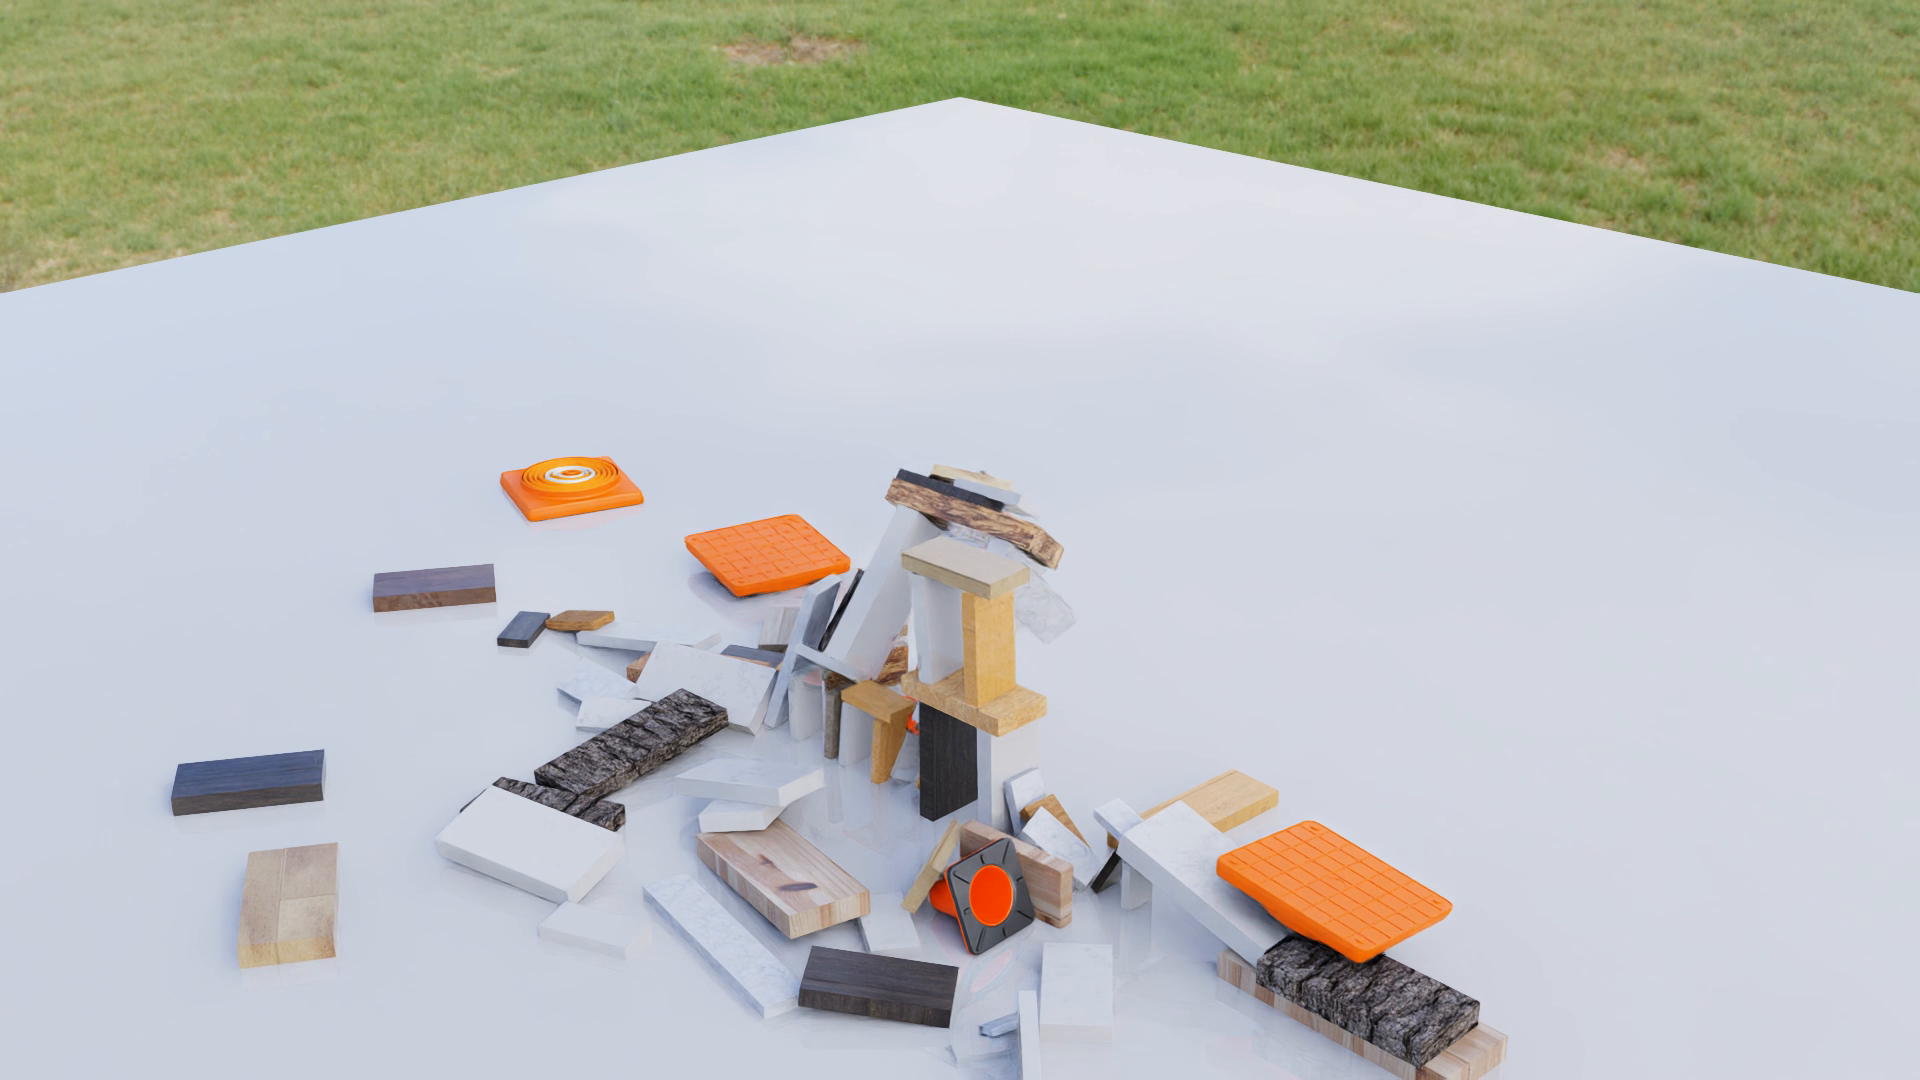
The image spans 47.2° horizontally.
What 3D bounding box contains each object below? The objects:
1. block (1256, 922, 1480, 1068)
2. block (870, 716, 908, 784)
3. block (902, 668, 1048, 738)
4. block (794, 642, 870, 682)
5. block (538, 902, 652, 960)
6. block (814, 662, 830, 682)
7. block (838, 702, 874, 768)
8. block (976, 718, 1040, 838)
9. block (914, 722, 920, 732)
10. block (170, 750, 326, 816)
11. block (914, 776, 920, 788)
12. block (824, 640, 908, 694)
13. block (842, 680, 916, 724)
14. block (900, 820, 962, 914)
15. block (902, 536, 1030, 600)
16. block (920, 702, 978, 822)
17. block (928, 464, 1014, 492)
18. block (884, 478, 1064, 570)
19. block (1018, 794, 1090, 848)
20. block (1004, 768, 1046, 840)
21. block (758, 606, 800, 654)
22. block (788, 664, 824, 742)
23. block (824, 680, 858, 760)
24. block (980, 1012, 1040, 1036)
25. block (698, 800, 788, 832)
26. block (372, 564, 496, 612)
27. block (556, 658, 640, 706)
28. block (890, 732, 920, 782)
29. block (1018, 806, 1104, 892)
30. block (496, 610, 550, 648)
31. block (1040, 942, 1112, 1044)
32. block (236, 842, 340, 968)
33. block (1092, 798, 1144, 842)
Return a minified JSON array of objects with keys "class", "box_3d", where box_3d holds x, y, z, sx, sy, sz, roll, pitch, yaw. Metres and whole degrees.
[{"class":"block","box_3d":[0.693,0.772,3.755,0.170,0.048,0.340,-21,31,-40]},{"class":"block","box_3d":[-0.147,0.427,4.561,0.075,0.150,0.021,-21,36,-41]},{"class":"block","box_3d":[0.026,0.303,4.307,0.135,0.038,0.269,-21,31,-40]},{"class":"block","box_3d":[-0.270,0.264,4.651,0.155,0.022,0.077,24,-7,25]},{"class":"block","box_3d":[-0.669,0.716,4.039,0.184,0.026,0.092,10,25,21]},{"class":"block","box_3d":[-0.338,0.320,4.895,0.111,0.016,0.055,-49,33,0]},{"class":"block","box_3d":[-0.217,0.399,4.626,0.075,0.150,0.021,-21,37,-41]},{"class":"block","box_3d":[0.096,0.469,4.309,0.135,0.269,0.038,-21,29,-40]},{"class":"block","box_3d":[-0.042,0.406,4.524,0.102,0.014,0.051,21,-7,29]},{"class":"block","box_3d":[-1.462,0.499,4.532,0.293,0.042,0.147,-5,23,-12]},{"class":"block","box_3d":[-0.048,0.468,4.511,0.051,0.102,0.014,21,12,-29]},{"class":"block","box_3d":[-0.210,0.291,4.950,0.193,0.096,0.027,-10,27,-23]},{"class":"block","box_3d":[-0.168,0.334,4.558,0.075,0.021,0.150,-21,31,-40]},{"class":"block","box_3d":[-0.049,0.614,4.152,0.029,0.104,0.208,32,21,2]},{"class":"block","box_3d":[0.009,0.052,4.223,0.228,0.032,0.114,19,30,37]},{"class":"block","box_3d":[-0.020,0.419,4.428,0.038,0.269,0.135,21,31,40]},{"class":"block","box_3d":[0.022,-0.122,4.719,0.177,0.025,0.089,13,-16,-4]},{"class":"block","box_3d":[0.031,-0.034,4.630,0.350,0.050,0.175,19,-9,25]},{"class":"block","box_3d":[0.192,0.575,4.255,0.081,0.023,0.161,-20,68,-40]},{"class":"block","box_3d":[0.137,0.535,4.296,0.081,0.161,0.023,-20,12,-40]},{"class":"block","box_3d":[-0.415,0.216,5.215,0.105,0.030,0.210,0,23,1]},{"class":"block","box_3d":[-0.332,0.350,4.737,0.022,0.155,0.077,21,31,40]},{"class":"block","box_3d":[-0.252,0.382,4.662,0.022,0.155,0.077,22,31,34]},{"class":"block","box_3d":[0.085,0.828,3.770,0.094,0.013,0.047,-13,4,-29]},{"class":"block","box_3d":[-0.414,0.520,4.399,0.132,0.037,0.264,-5,11,14]},{"class":"block","box_3d":[-1.297,0.118,5.430,0.292,0.041,0.146,-5,23,-11]},{"class":"block","box_3d":[-0.806,0.331,4.893,0.190,0.027,0.095,21,59,41]},{"class":"block","box_3d":[-0.103,0.450,4.556,0.051,0.102,0.014,16,12,-32]},{"class":"block","box_3d":[0.193,0.591,4.210,0.161,0.023,0.081,41,43,3]},{"class":"block","box_3d":[-1.037,0.213,5.232,0.076,0.022,0.153,4,23,9]},{"class":"block","box_3d":[0.204,0.791,3.852,0.124,0.035,0.247,1,23,3]},{"class":"block","box_3d":[-1.249,0.678,4.103,0.166,0.047,0.333,-5,24,-12]},{"class":"block","box_3d":[0.316,0.539,4.101,0.066,0.019,0.132,-20,48,-39]}]
